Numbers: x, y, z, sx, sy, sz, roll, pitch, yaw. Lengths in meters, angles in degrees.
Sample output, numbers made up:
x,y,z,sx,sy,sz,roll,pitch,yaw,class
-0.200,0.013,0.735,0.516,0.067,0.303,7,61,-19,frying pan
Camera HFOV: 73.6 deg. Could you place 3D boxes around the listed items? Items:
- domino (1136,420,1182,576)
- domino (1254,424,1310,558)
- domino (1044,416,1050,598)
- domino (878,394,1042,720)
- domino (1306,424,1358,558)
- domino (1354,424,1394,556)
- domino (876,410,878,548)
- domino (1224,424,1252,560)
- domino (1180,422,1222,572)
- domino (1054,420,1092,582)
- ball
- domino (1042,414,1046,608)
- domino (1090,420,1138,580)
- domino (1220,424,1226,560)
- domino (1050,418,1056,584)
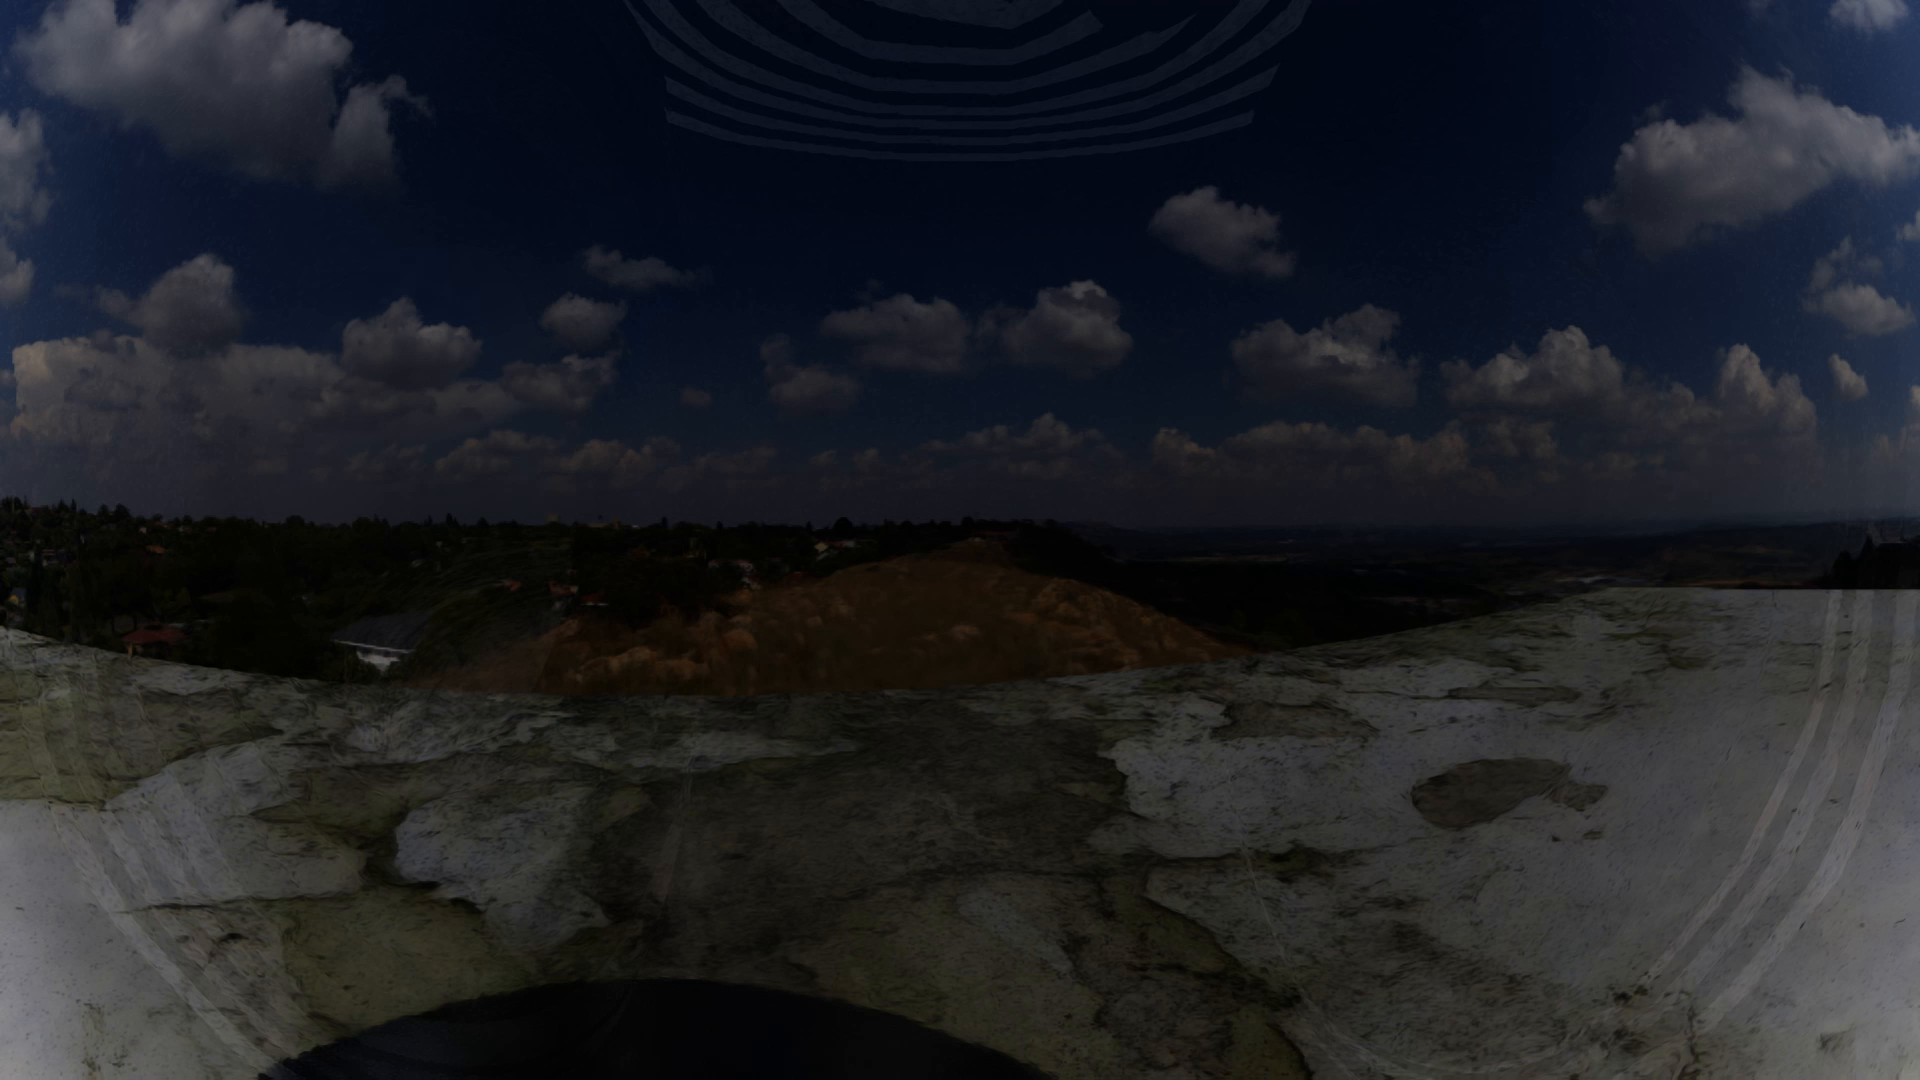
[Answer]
x,y,z,sx,sy,sz,roll,pitch,yaw,class
0.061,-0.014,0.423,0.009,0.050,0.025,-3,5,-34,domino
0.122,-0.019,0.487,0.009,0.050,0.025,-1,4,-11,domino
0.012,-0.009,0.357,0.025,0.050,0.009,0,4,-2,domino
0.000,0.002,0.201,0.025,0.050,0.009,0,4,0,domino
0.141,-0.019,0.492,0.009,0.050,0.025,-1,4,-16,domino
0.156,-0.020,0.497,0.009,0.050,0.025,-1,4,-16,domino
-0.007,-0.005,0.296,0.025,0.050,0.009,0,4,-5,domino
0.099,-0.019,0.483,0.009,0.050,0.025,-1,4,-14,domino
0.075,-0.015,0.437,0.025,0.050,0.009,2,5,28,domino
0.030,-0.013,0.404,0.010,0.050,0.025,-2,5,-28,domino
0.000,-0.002,0.056,0.080,0.080,0.080,0,4,0,ball
0.009,-0.008,0.335,0.025,0.050,0.009,2,5,27,domino
0.045,-0.013,0.412,0.009,0.050,0.025,-3,5,-37,domino
0.084,-0.018,0.476,0.025,0.050,0.009,3,5,38,domino
0.016,-0.012,0.394,0.025,0.050,0.009,3,5,38,domino
